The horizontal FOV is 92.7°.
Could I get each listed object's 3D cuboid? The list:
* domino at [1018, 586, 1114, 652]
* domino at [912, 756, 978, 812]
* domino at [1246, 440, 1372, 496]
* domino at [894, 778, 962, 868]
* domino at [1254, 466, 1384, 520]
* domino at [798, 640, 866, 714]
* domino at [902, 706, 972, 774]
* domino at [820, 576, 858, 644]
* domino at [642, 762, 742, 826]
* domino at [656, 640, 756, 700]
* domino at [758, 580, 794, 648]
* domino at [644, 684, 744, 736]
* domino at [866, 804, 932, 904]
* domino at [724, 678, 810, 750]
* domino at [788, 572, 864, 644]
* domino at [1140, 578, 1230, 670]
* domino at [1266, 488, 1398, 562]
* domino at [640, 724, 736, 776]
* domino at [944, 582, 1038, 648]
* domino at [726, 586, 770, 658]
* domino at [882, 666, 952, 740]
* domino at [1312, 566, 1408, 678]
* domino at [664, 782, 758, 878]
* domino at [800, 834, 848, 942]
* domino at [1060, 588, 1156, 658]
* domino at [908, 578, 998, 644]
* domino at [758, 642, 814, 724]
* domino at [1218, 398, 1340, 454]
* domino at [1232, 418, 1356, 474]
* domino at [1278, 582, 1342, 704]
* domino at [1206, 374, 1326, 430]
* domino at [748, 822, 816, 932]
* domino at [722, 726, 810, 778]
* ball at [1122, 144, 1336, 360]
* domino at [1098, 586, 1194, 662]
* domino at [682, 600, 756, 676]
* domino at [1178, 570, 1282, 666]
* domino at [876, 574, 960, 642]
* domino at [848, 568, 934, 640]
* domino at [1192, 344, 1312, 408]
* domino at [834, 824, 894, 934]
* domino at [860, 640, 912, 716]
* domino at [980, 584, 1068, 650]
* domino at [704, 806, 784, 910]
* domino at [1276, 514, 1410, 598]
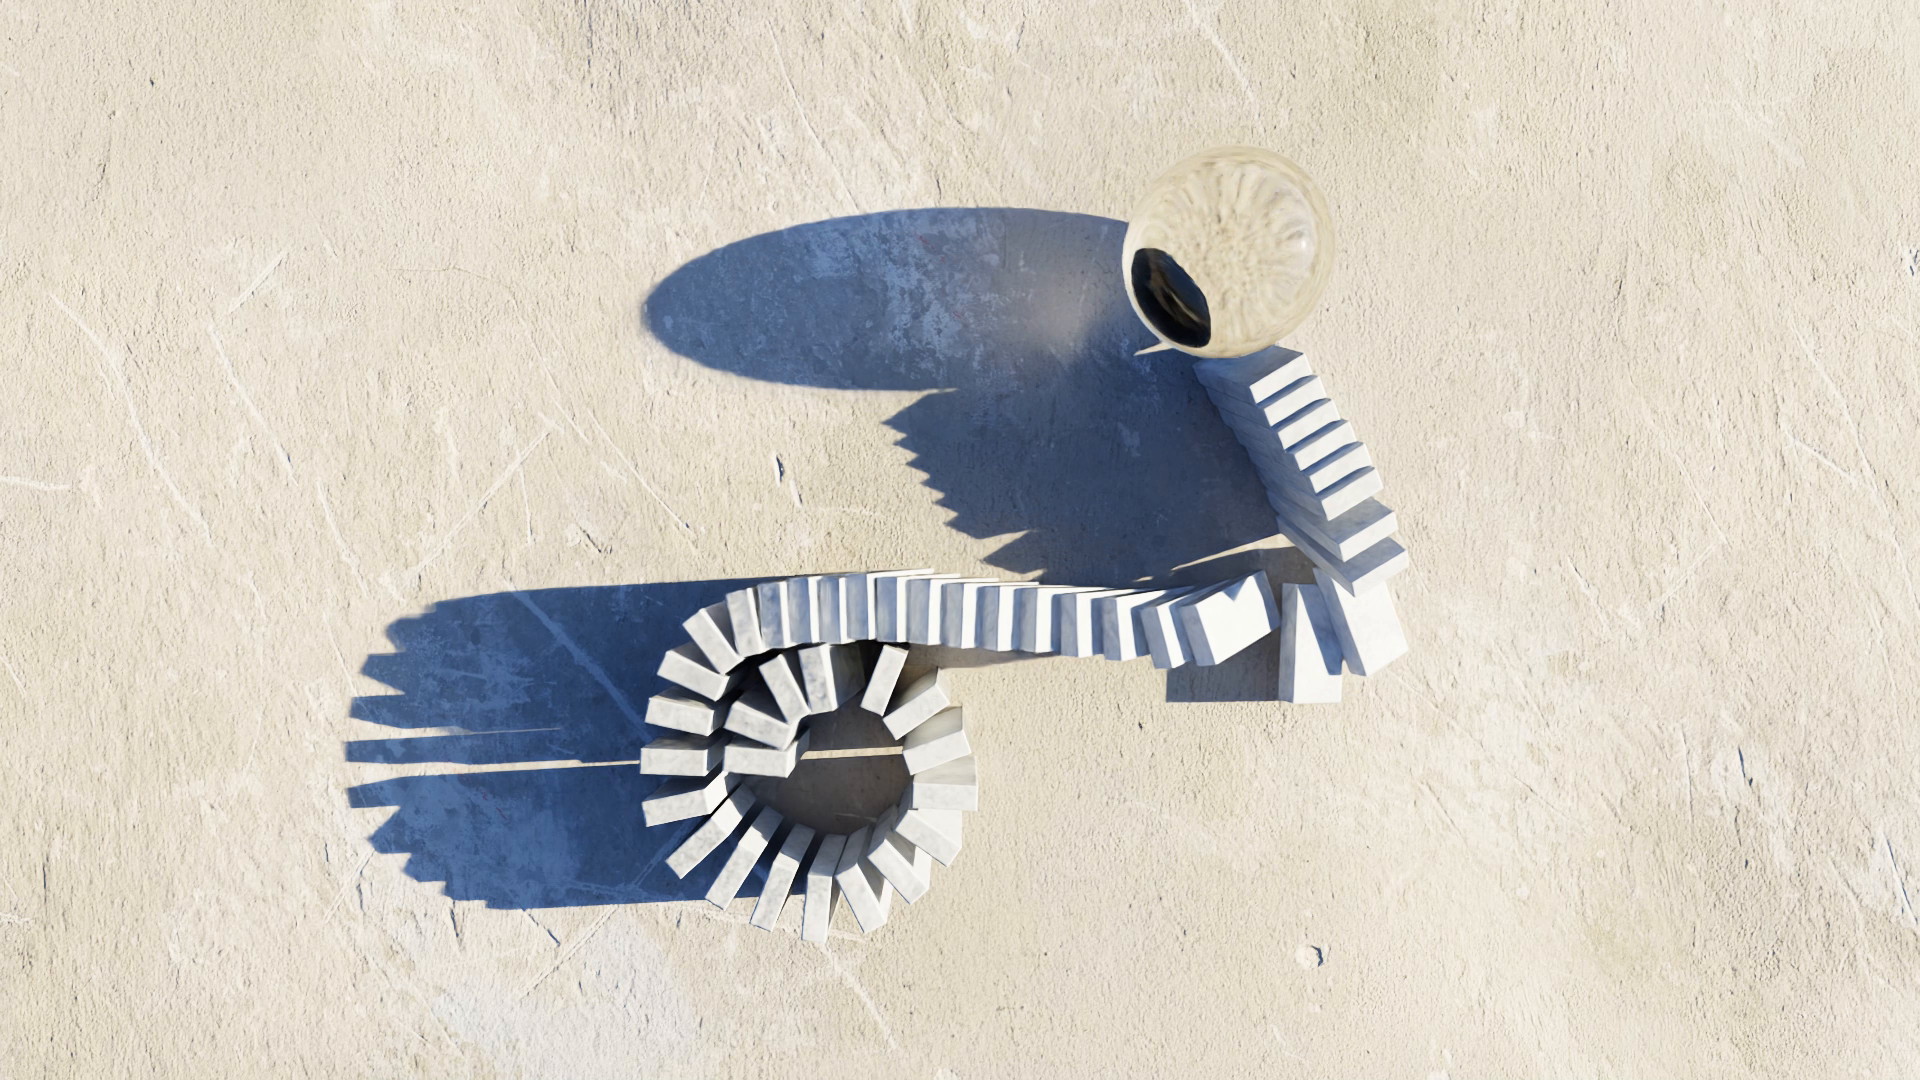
[{"bbox_3d":[0.045,0.032,0.380,0.050,0.010,0.025,2,90,-42],"label":"domino"},{"bbox_3d":[-0.006,0.098,0.375,0.025,0.050,0.010,3,90,0],"label":"domino"},{"bbox_3d":[0.141,-0.035,0.375,0.025,0.050,0.010,-31,113,0],"label":"domino"},{"bbox_3d":[-0.012,0.114,0.375,0.025,0.050,0.010,35,90,0],"label":"domino"},{"bbox_3d":[0.146,-0.026,0.375,0.025,0.050,0.009,-31,113,0],"label":"domino"},{"bbox_3d":[-0.051,0.053,0.375,0.009,0.050,0.025,-12,90,9],"label":"domino"},{"bbox_3d":[-0.009,0.081,0.375,0.025,0.050,0.009,-20,90,0],"label":"domino"},{"bbox_3d":[-0.038,0.027,0.376,0.009,0.050,0.025,-2,90,29],"label":"domino"},{"bbox_3d":[-0.109,0.102,0.375,0.025,0.050,0.009,-12,90,0],"label":"domino"},{"bbox_3d":[-0.103,0.052,0.375,0.025,0.050,0.009,24,91,0],"label":"domino"},{"bbox_3d":[-0.066,0.028,0.375,0.009,0.050,0.025,-4,90,15],"label":"domino"},{"bbox_3d":[-0.108,0.068,0.375,0.025,0.050,0.009,12,90,0],"label":"domino"},{"bbox_3d":[-0.024,0.127,0.375,0.009,0.050,0.025,-42,90,0],"label":"domino"},{"bbox_3d":[-0.076,0.070,0.375,0.025,0.050,0.010,20,95,0],"label":"domino"},{"bbox_3d":[-0.052,0.027,0.375,0.009,0.050,0.025,-3,90,23],"label":"domino"},{"bbox_3d":[0.097,0.034,0.381,0.050,0.010,0.025,-15,90,-38],"label":"domino"},{"bbox_3d":[0.152,-0.013,0.376,0.025,0.050,0.009,-31,123,0],"label":"domino"},{"bbox_3d":[-0.110,0.085,0.375,0.025,0.050,0.010,2,90,0],"label":"domino"},{"bbox_3d":[0.014,0.030,0.378,0.009,0.050,0.025,2,90,40],"label":"domino"},{"bbox_3d":[-0.079,0.031,0.375,0.009,0.050,0.025,-12,90,8],"label":"domino"},{"bbox_3d":[-0.017,0.066,0.375,0.025,0.050,0.009,-34,90,0],"label":"domino"},{"bbox_3d":[0.170,0.029,0.388,0.025,0.010,0.050,-26,99,-18],"label":"domino"},{"bbox_3d":[-0.101,0.118,0.375,0.025,0.050,0.010,-42,90,0],"label":"domino"},{"bbox_3d":[-0.055,0.141,0.375,0.009,0.050,0.025,5,90,0],"label":"domino"},{"bbox_3d":[0.062,0.033,0.380,0.050,0.010,0.025,-1,90,-40],"label":"domino"},{"bbox_3d":[-0.002,0.028,0.377,0.009,0.050,0.025,2,90,34],"label":"domino"},{"bbox_3d":[-0.065,0.056,0.375,0.009,0.050,0.025,-28,90,6],"label":"domino"},{"bbox_3d":[0.129,-0.052,0.375,0.025,0.050,0.009,-31,113,0],"label":"domino"},{"bbox_3d":[0.135,-0.044,0.375,0.025,0.050,0.010,-31,113,0],"label":"domino"},{"bbox_3d":[0.150,0.044,0.391,0.025,0.009,0.050,2,90,-20],"label":"domino"},{"bbox_3d":[0.124,-0.061,0.375,0.025,0.050,0.010,-31,113,0],"label":"domino"},{"bbox_3d":[-0.072,0.137,0.375,0.009,0.050,0.025,22,90,0],"label":"domino"},{"bbox_3d":[-0.078,0.085,0.375,0.025,0.050,0.010,5,90,0],"label":"domino"},{"bbox_3d":[0.104,-0.112,0.360,0.080,0.080,0.080,0,90,0],"label":"ball"},{"bbox_3d":[0.079,0.034,0.381,0.050,0.009,0.025,-5,90,-39],"label":"domino"},{"bbox_3d":[-0.094,0.038,0.375,0.009,0.050,0.025,-38,90,4],"label":"domino"},{"bbox_3d":[0.113,0.032,0.381,0.050,0.009,0.025,-20,91,-38],"label":"domino"},{"bbox_3d":[-0.016,0.027,0.376,0.009,0.050,0.025,0,90,29],"label":"domino"},{"bbox_3d":[-0.027,0.025,0.376,0.010,0.050,0.025,-2,90,29],"label":"domino"},{"bbox_3d":[0.118,-0.070,0.375,0.025,0.050,0.010,-31,113,0],"label":"domino"},{"bbox_3d":[-0.038,0.137,0.375,0.010,0.050,0.025,-27,90,0],"label":"domino"},{"bbox_3d":[-0.029,0.054,0.375,0.010,0.050,0.025,22,90,0],"label":"domino"},{"bbox_3d":[0.029,0.031,0.379,0.010,0.050,0.025,2,90,45],"label":"domino"},{"bbox_3d":[-0.087,0.129,0.375,0.010,0.050,0.025,32,90,0],"label":"domino"},{"bbox_3d":[0.156,0.000,0.378,0.025,0.050,0.010,-31,129,0],"label":"domino"}]
